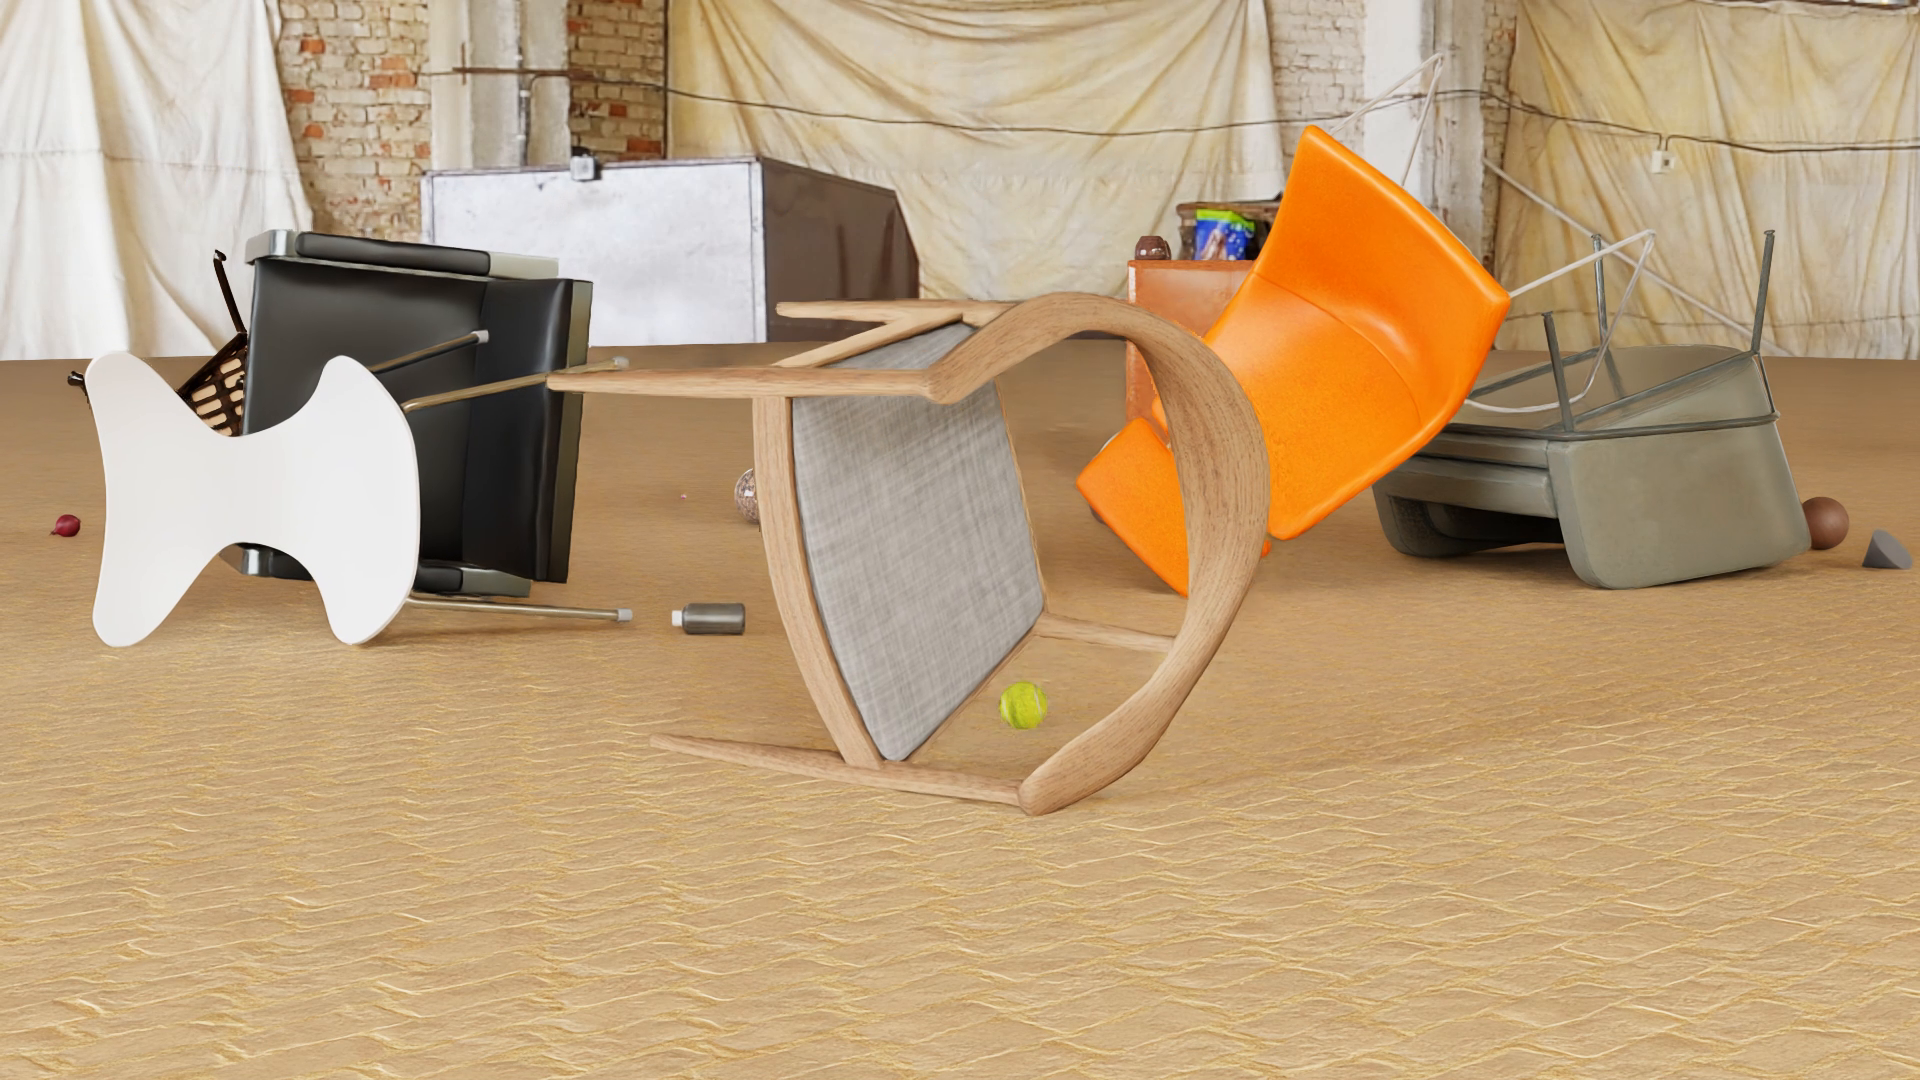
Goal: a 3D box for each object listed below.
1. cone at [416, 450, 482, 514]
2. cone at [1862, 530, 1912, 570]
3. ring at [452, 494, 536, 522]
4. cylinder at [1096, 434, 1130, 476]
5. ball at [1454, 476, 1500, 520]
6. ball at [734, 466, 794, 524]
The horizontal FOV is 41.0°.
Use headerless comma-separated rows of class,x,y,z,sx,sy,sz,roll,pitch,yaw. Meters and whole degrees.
cone,-1.418,-0.165,7.181,0.215,0.171,0.133,-2,6,-21
cone,2.070,0.042,5.791,0.135,0.085,0.086,30,-44,-23
ring,-1.261,-0.087,6.955,0.216,0.062,0.261,-4,6,-39
cylinder,0.506,-0.281,8.465,0.084,0.153,0.090,31,8,2
ball,1.396,-0.113,6.930,0.119,0.119,0.119,0,6,0
ball,-0.520,-0.119,6.800,0.157,0.157,0.157,0,6,0
